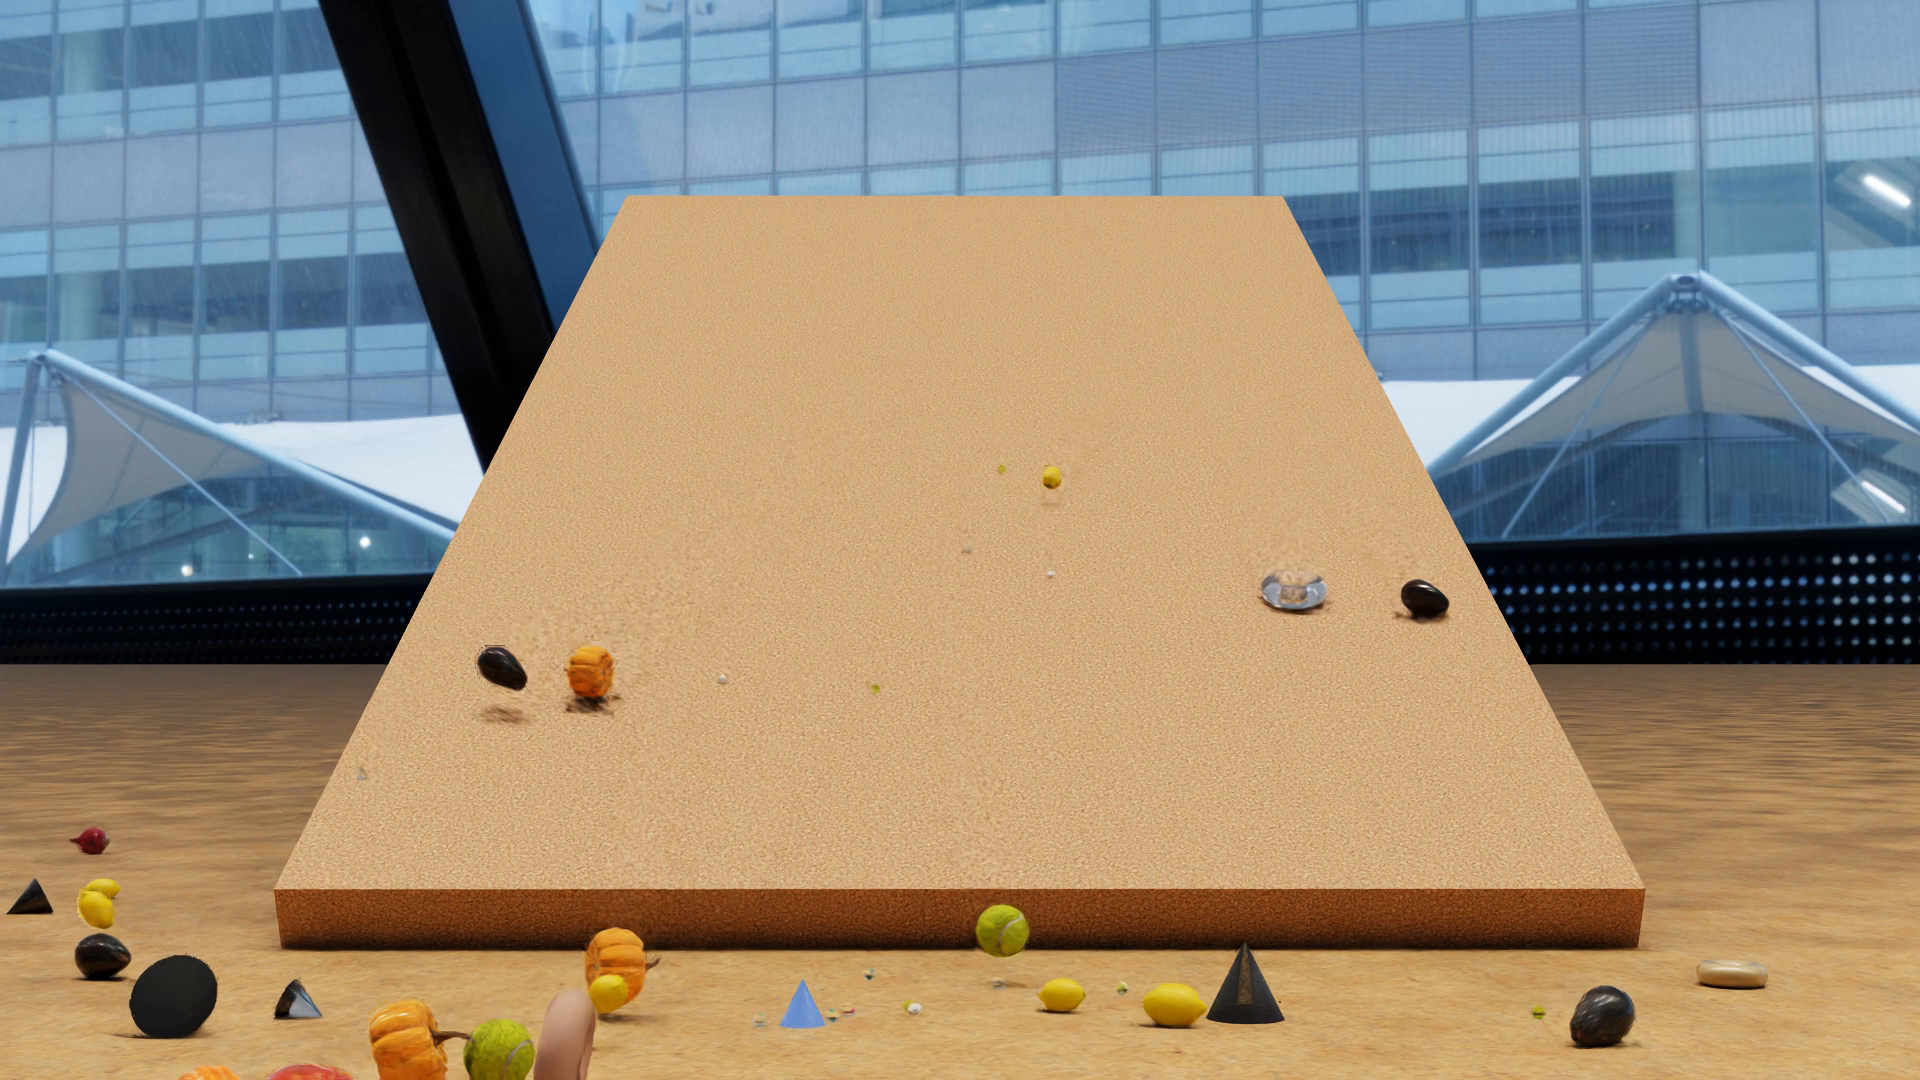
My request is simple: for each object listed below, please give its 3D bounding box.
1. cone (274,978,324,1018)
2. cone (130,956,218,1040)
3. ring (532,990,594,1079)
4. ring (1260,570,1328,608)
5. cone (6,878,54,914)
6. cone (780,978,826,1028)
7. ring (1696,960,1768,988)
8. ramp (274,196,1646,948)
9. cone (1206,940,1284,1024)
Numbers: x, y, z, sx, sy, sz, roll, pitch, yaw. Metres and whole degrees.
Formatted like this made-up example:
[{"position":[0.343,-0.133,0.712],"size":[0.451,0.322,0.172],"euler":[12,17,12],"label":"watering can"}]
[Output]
[{"position":[-0.779,0.556,2.747],"size":[0.050,0.050,0.050],"euler":[26,-1,5],"label":"cone"},{"position":[-0.887,0.540,2.652],"size":[0.098,0.098,0.098],"euler":[0,-29,1],"label":"cone"},{"position":[-0.365,0.476,2.132],"size":[0.041,0.122,0.122],"euler":[9,-3,-1],"label":"ring"},{"position":[0.622,0.091,4.305],"size":[0.124,0.041,0.124],"euler":[-1,23,1],"label":"ring"},{"position":[-1.562,0.609,3.859],"size":[0.066,0.066,0.066],"euler":[-29,11,-26],"label":"cone"},{"position":[-0.183,0.537,2.688],"size":[0.054,0.054,0.054],"euler":[0,-3,0],"label":"cone"},{"position":[1.007,0.566,3.015],"size":[0.090,0.030,0.090],"euler":[1,-3,0],"label":"ring"},{"position":[-0.007,-0.225,5.228],"size":[2.000,0.100,4.000],"euler":[0,23,0],"label":"ramp"},{"position":[0.338,0.520,2.740],"size":[0.093,0.093,0.093],"euler":[0,-3,0],"label":"cone"}]
